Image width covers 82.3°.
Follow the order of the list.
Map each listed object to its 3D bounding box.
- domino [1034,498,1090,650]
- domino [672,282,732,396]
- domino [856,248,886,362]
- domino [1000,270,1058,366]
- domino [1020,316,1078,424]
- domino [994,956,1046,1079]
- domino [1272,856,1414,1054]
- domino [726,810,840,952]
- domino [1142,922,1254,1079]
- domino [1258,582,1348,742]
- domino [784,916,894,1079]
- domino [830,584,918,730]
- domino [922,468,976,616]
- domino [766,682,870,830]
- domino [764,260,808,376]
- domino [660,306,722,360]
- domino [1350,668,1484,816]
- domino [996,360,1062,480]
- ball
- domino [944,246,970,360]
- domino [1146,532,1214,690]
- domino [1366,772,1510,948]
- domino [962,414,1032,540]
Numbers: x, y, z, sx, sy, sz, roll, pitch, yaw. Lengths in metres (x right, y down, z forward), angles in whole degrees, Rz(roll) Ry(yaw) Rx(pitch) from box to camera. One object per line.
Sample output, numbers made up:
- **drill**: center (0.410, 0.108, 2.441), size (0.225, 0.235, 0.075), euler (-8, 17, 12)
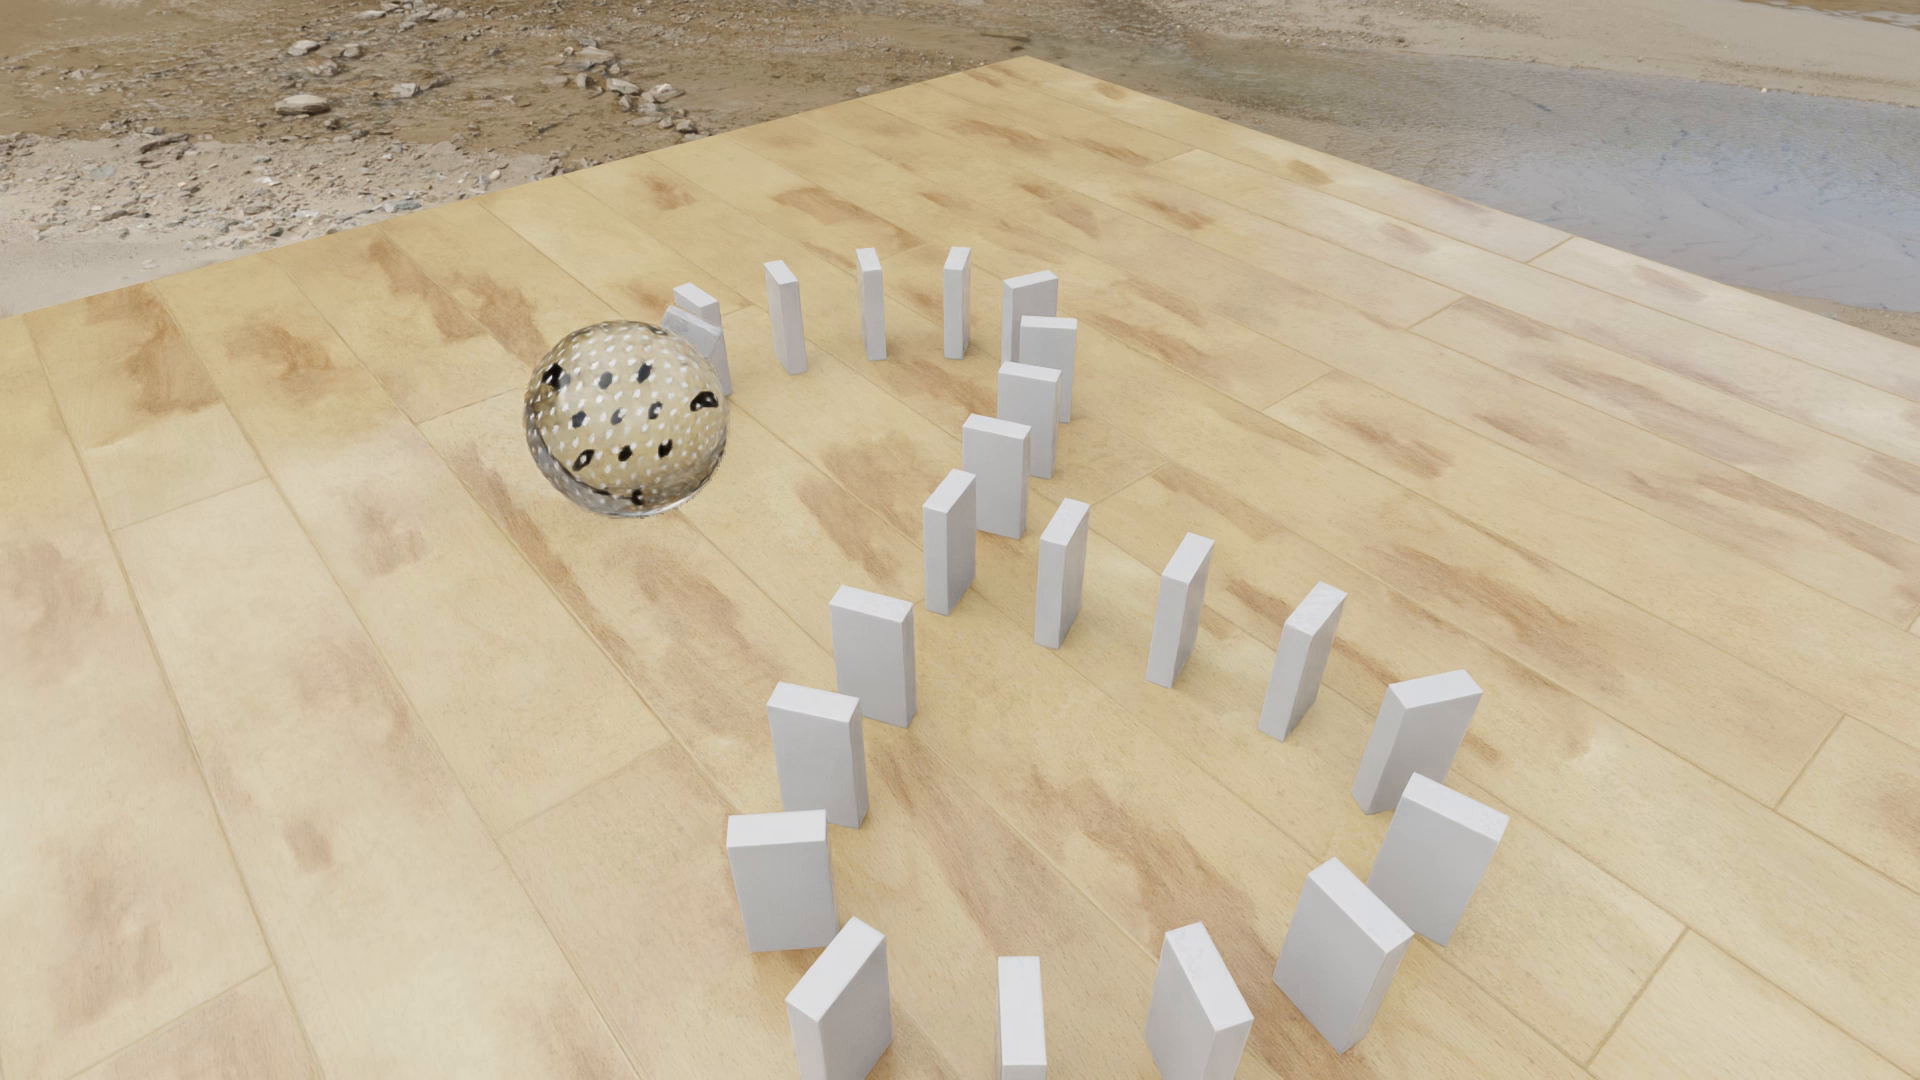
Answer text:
- **domino**: center (0.037, 0.013, 0.396), size (0.010, 0.050, 0.025), euler (16, 42, 19)
- **domino**: center (-0.123, -0.095, 0.527), size (0.009, 0.050, 0.025), euler (-29, 47, -31)
- **domino**: center (-0.045, -0.119, 0.557), size (0.010, 0.050, 0.025), euler (-8, 40, -9)
- **domino**: center (0.034, -0.105, 0.540), size (0.025, 0.050, 0.009), euler (-18, 43, -20)
- **domino**: center (0.040, -0.078, 0.507), size (0.025, 0.050, 0.009), euler (4, 40, 5)
- **domino**: center (0.014, 0.124, 0.261), size (0.009, 0.050, 0.025), euler (0, 39, 0)
- **domino**: center (0.097, 0.107, 0.281), size (0.010, 0.050, 0.025), euler (-22, 44, -24)
- **domino**: center (-0.047, 0.093, 0.298), size (0.025, 0.050, 0.010), euler (-3, 39, -4)
- **domino**: center (0.057, 0.118, 0.267), size (0.009, 0.050, 0.025), euler (-12, 41, -14)
- **domino**: center (0.112, 0.041, 0.362), size (0.010, 0.050, 0.025), euler (27, 47, 29)
- **domino**: center (-0.028, 0.117, 0.268), size (0.009, 0.050, 0.025), euler (23, 44, 25)
- **domino**: center (-0.028, 0.039, 0.364), size (0.025, 0.050, 0.009), euler (13, 41, 16)
- **domino**: center (-0.004, 0.001, 0.410), size (0.010, 0.050, 0.025), euler (17, 42, 19)
- **domino**: center (-0.042, 0.066, 0.331), size (0.025, 0.050, 0.010), euler (10, 40, 12)
- **domino**: center (-0.086, -0.110, 0.546), size (0.009, 0.050, 0.025), euler (-16, 42, -19)
- **domino**: center (-0.131, -0.079, 0.502), size (0.025, 0.050, 0.009), euler (24, 22, -15)
- **domino**: center (0.138, 0.062, 0.335), size (0.025, 0.050, 0.009), euler (-9, 40, -11)
- **domino**: center (0.029, -0.051, 0.474), size (0.025, 0.050, 0.009), euler (12, 41, 14)
- **ball**: center (-0.135, -0.049, 0.447), size (0.080, 0.080, 0.080), euler (0, 39, 0)
- **domino**: center (-0.001, -0.120, 0.558), size (0.010, 0.050, 0.025), euler (6, 40, 7)
- **domino**: center (0.076, 0.025, 0.381), size (0.009, 0.050, 0.025), euler (19, 43, 22)
- **domino**: center (0.130, 0.089, 0.303), size (0.025, 0.050, 0.009), euler (25, 45, 27)
- **domino**: center (0.014, -0.025, 0.442), size (0.025, 0.050, 0.010), euler (14, 41, 16)
